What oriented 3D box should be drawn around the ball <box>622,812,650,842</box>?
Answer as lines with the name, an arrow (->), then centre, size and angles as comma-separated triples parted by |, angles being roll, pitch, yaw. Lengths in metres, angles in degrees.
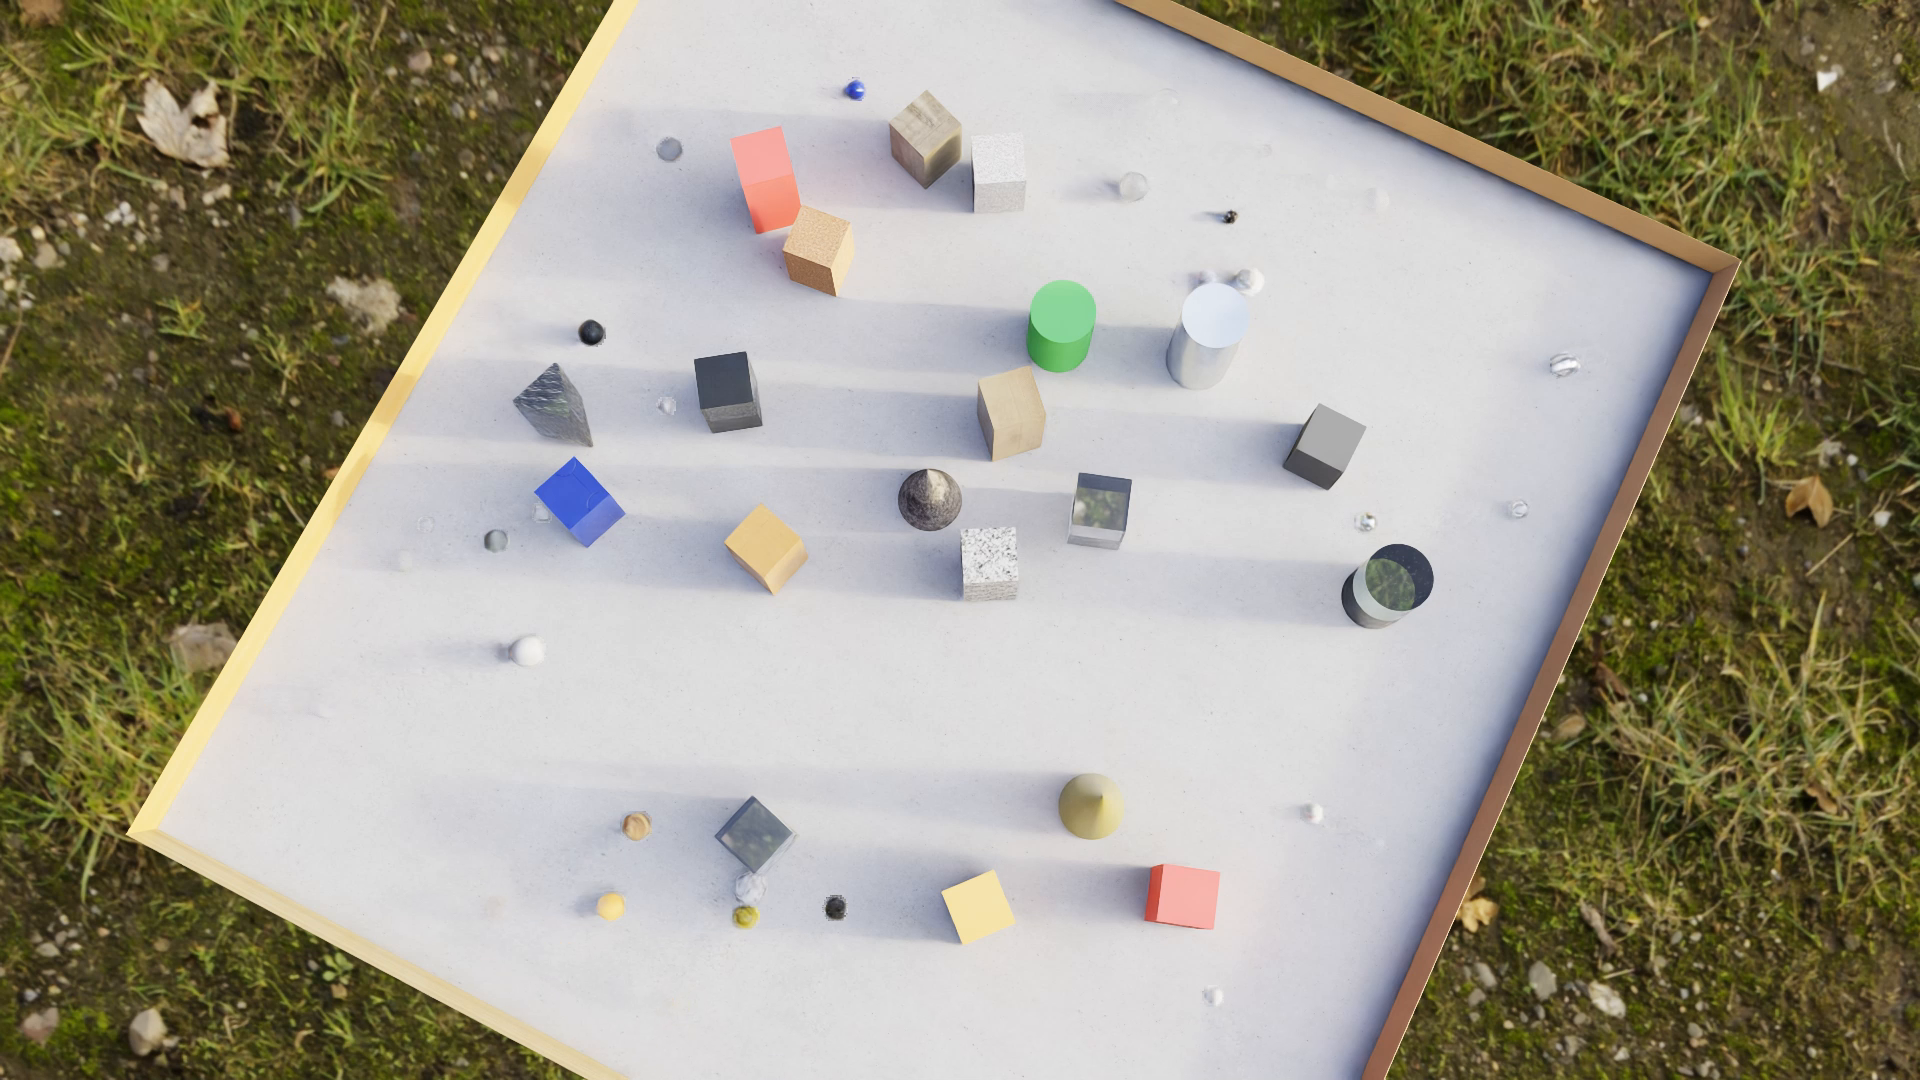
ball -> -0.953, 0.845, 5.399 | 0.084, 0.084, 0.084 | 0, 78, 0

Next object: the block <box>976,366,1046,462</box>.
block -> 0.151, -0.376, 5.505 | 0.158, 0.372, 0.158 | -17, 79, -3

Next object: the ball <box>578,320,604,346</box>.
ball -> -1.149, -0.647, 5.710 | 0.079, 0.079, 0.079 | 0, 78, 0

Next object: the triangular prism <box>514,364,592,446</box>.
triangular prism -> -1.202, -0.415, 5.525 | 0.171, 0.348, 0.148 | 15, 79, 3

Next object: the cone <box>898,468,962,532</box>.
cone -> -0.092, -0.164, 5.448 | 0.198, 0.396, 0.198 | 0, 78, 0

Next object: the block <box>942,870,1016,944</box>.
block -> 0.052, 1.050, 5.233 | 0.158, 0.325, 0.158 | -22, 79, -4

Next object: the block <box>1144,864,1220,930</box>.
block -> 0.632, 1.020, 5.233 | 0.158, 0.338, 0.158 | 8, 78, 2

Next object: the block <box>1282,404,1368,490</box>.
block -> 1.103, -0.280, 5.553 | 0.158, 0.237, 0.158 | 28, 80, 5

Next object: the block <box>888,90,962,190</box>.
block -> -0.107, -1.252, 5.746 | 0.158, 0.255, 0.158 | -43, 81, -8

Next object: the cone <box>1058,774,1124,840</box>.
cone -> 0.391, 0.747, 5.231 | 0.198, 0.452, 0.198 | 0, 78, 0

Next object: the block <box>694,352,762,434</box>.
block -> -0.702, -0.446, 5.569 | 0.158, 0.274, 0.158 | -9, 78, -2

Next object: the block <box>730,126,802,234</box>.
block -> -0.590, -1.104, 5.648 | 0.158, 0.386, 0.158 | -15, 79, -3

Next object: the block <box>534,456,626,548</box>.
block -> -1.139, -0.111, 5.504 | 0.158, 0.266, 0.158 | -43, 81, -8

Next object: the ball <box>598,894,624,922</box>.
ball -> -1.019, 1.073, 5.354 | 0.080, 0.080, 0.080 | 0, 78, 0

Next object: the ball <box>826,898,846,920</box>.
ball -> -0.363, 1.079, 5.361 | 0.064, 0.064, 0.064 | 0, 78, 0

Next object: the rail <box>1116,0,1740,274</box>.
rail -> 0.824, -1.607, 5.883 | 3.540, 0.128, 0.045 | 26, 80, 5

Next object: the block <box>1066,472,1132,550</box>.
block -> 0.416, -0.083, 5.491 | 0.158, 0.279, 0.158 | 8, 78, 2

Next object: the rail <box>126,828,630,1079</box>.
rail -> -0.824, 1.621, 5.215 | 3.540, 0.128, 0.045 | 26, 80, 5

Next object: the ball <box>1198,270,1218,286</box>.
ball -> 0.778, -0.819, 5.755 | 0.060, 0.060, 0.060 | 0, 78, 0

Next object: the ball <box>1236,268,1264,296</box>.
ball -> 0.908, -0.809, 5.739 | 0.089, 0.089, 0.089 | 0, 78, 0

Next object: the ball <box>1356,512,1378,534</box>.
ball -> 1.243, -0.054, 5.595 | 0.065, 0.065, 0.065 | 0, 78, 0

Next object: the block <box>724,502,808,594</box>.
block -> -0.573, 0.030, 5.457 | 0.158, 0.301, 0.158 | 41, 81, 8

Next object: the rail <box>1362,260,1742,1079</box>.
rail -> 1.562, 0.771, 5.390 | 0.045, 0.128, 3.733 | 26, 80, 5

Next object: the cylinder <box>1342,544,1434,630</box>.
cylinder -> 1.260, 0.141, 5.416 | 0.198, 0.335, 0.198 | 0, 78, 0

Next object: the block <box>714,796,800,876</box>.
block -> -0.586, 0.859, 5.315 | 0.158, 0.243, 0.158 | 42, 81, 8

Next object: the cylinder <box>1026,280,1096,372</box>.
cylinder -> 0.307, -0.650, 5.597 | 0.198, 0.301, 0.198 | 0, 78, 0

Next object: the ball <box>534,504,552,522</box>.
ball -> -1.276, -0.083, 5.603 | 0.054, 0.054, 0.054 | 0, 78, 0

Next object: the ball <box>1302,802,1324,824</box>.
ball -> 1.043, 0.806, 5.418 | 0.062, 0.062, 0.062 | 0, 78, 0

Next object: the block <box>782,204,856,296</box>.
block -> -0.434, -0.892, 5.668 | 0.158, 0.261, 0.158 | 21, 79, 4

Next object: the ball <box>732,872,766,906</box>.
ball -> -0.613, 1.018, 5.350 | 0.099, 0.099, 0.099 | 0, 78, 0

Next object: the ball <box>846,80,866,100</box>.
ball -> -0.333, -1.447, 5.885 | 0.060, 0.060, 0.060 | 0, 78, 0

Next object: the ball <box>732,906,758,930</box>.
ball -> -0.627, 1.103, 5.351 | 0.073, 0.073, 0.073 | 0, 78, 0

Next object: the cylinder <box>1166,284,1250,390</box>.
cylinder -> 0.742, -0.607, 5.522 | 0.198, 0.431, 0.198 | 0, 78, 0

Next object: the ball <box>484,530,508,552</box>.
ball -> -1.413, 0.003, 5.579 | 0.072, 0.072, 0.072 | 0, 78, 0

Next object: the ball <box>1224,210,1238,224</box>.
ball -> 0.860, -1.024, 5.807 | 0.042, 0.042, 0.042 | 0, 78, 0

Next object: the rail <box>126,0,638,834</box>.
rail -> -1.562, -0.758, 5.707 | 0.045, 0.128, 3.733 | 26, 80, 5

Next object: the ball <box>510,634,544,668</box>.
ball -> -1.299, 0.333, 5.497 | 0.099, 0.099, 0.099 | 0, 78, 0

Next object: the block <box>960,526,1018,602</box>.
block -> 0.085, 0.075, 5.438 | 0.158, 0.319, 0.158 | -3, 78, -1

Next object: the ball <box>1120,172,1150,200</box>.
ball -> 0.552, -1.120, 5.802 | 0.092, 0.092, 0.092 | 0, 78, 0

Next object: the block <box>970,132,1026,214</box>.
block -> 0.119, -1.145, 5.730 | 0.158, 0.243, 0.158 | -4, 78, -1

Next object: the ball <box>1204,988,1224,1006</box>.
ball -> 0.736, 1.325, 5.316 | 0.053, 0.053, 0.053 | 0, 78, 0

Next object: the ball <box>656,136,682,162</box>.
ball -> -0.926, -1.245, 5.833 | 0.080, 0.080, 0.080 | 0, 78, 0

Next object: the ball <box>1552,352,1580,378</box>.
ball -> 1.880, -0.543, 5.688 | 0.081, 0.081, 0.081 | 0, 78, 0

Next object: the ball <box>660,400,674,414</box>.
ball -> -0.909, -0.413, 5.678 | 0.046, 0.046, 0.046 | 0, 78, 0
